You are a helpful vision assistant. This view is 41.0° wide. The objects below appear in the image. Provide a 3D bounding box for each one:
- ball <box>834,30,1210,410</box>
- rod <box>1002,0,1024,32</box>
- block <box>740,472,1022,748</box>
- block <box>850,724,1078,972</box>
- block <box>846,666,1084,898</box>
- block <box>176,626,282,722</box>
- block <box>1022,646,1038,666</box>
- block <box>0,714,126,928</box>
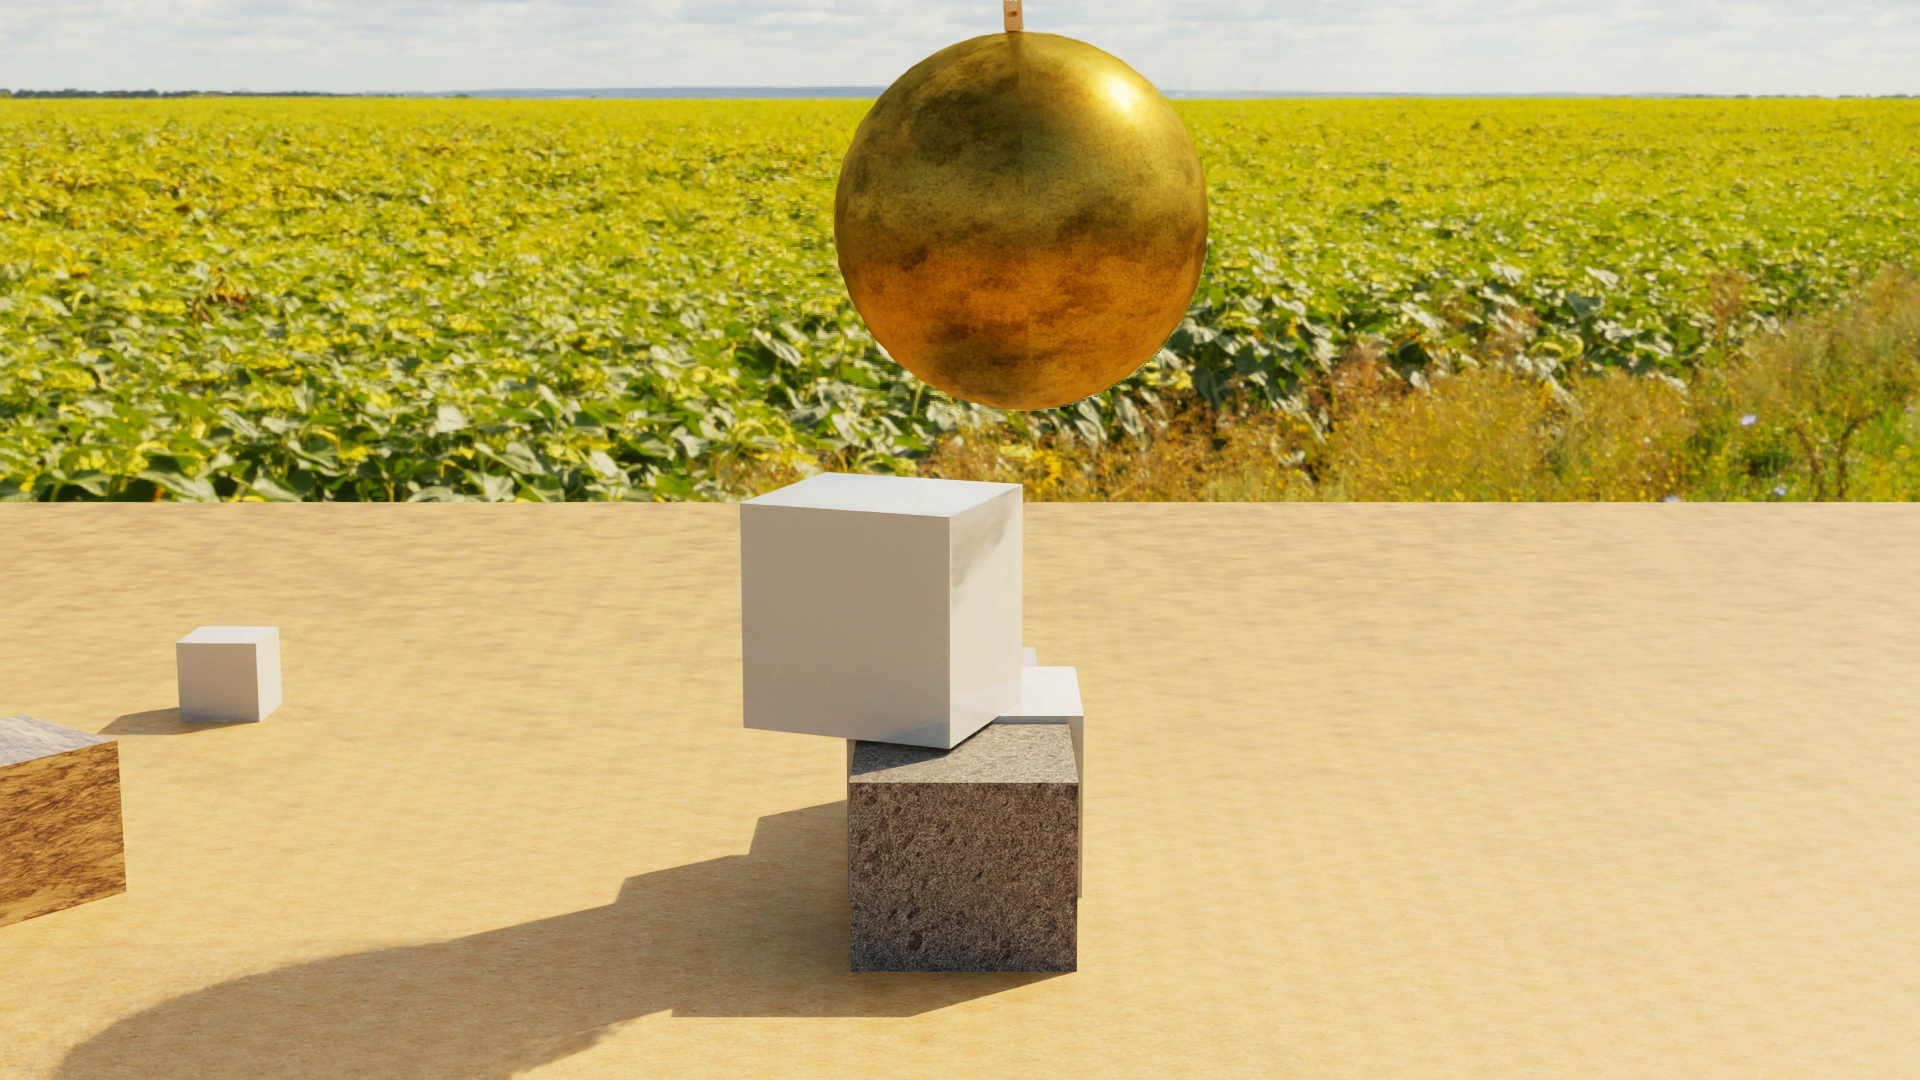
[{"bbox_3d":[0.260,-1.355,10.934,1.600,1.600,1.600,0,10,0],"label":"ball"},{"bbox_3d":[0.113,-4.697,10.326,0.080,5.200,0.080,-2,10,0],"label":"rod"},{"bbox_3d":[-0.318,0.274,10.877,0.927,0.955,0.864,4,11,21],"label":"block"},{"bbox_3d":[0.016,1.246,10.548,0.896,0.774,0.923,0,10,0],"label":"block"},{"bbox_3d":[0.022,1.064,11.459,1.012,0.807,0.920,0,10,0],"label":"block"},{"bbox_3d":[-4.055,0.742,14.250,0.441,0.442,0.426,0,10,2],"label":"block"},{"bbox_3d":[0.012,0.951,12.300,0.711,0.728,0.750,0,10,0],"label":"block"},{"bbox_3d":[-4.152,1.209,11.012,0.733,0.681,0.783,8,13,37],"label":"block"}]
